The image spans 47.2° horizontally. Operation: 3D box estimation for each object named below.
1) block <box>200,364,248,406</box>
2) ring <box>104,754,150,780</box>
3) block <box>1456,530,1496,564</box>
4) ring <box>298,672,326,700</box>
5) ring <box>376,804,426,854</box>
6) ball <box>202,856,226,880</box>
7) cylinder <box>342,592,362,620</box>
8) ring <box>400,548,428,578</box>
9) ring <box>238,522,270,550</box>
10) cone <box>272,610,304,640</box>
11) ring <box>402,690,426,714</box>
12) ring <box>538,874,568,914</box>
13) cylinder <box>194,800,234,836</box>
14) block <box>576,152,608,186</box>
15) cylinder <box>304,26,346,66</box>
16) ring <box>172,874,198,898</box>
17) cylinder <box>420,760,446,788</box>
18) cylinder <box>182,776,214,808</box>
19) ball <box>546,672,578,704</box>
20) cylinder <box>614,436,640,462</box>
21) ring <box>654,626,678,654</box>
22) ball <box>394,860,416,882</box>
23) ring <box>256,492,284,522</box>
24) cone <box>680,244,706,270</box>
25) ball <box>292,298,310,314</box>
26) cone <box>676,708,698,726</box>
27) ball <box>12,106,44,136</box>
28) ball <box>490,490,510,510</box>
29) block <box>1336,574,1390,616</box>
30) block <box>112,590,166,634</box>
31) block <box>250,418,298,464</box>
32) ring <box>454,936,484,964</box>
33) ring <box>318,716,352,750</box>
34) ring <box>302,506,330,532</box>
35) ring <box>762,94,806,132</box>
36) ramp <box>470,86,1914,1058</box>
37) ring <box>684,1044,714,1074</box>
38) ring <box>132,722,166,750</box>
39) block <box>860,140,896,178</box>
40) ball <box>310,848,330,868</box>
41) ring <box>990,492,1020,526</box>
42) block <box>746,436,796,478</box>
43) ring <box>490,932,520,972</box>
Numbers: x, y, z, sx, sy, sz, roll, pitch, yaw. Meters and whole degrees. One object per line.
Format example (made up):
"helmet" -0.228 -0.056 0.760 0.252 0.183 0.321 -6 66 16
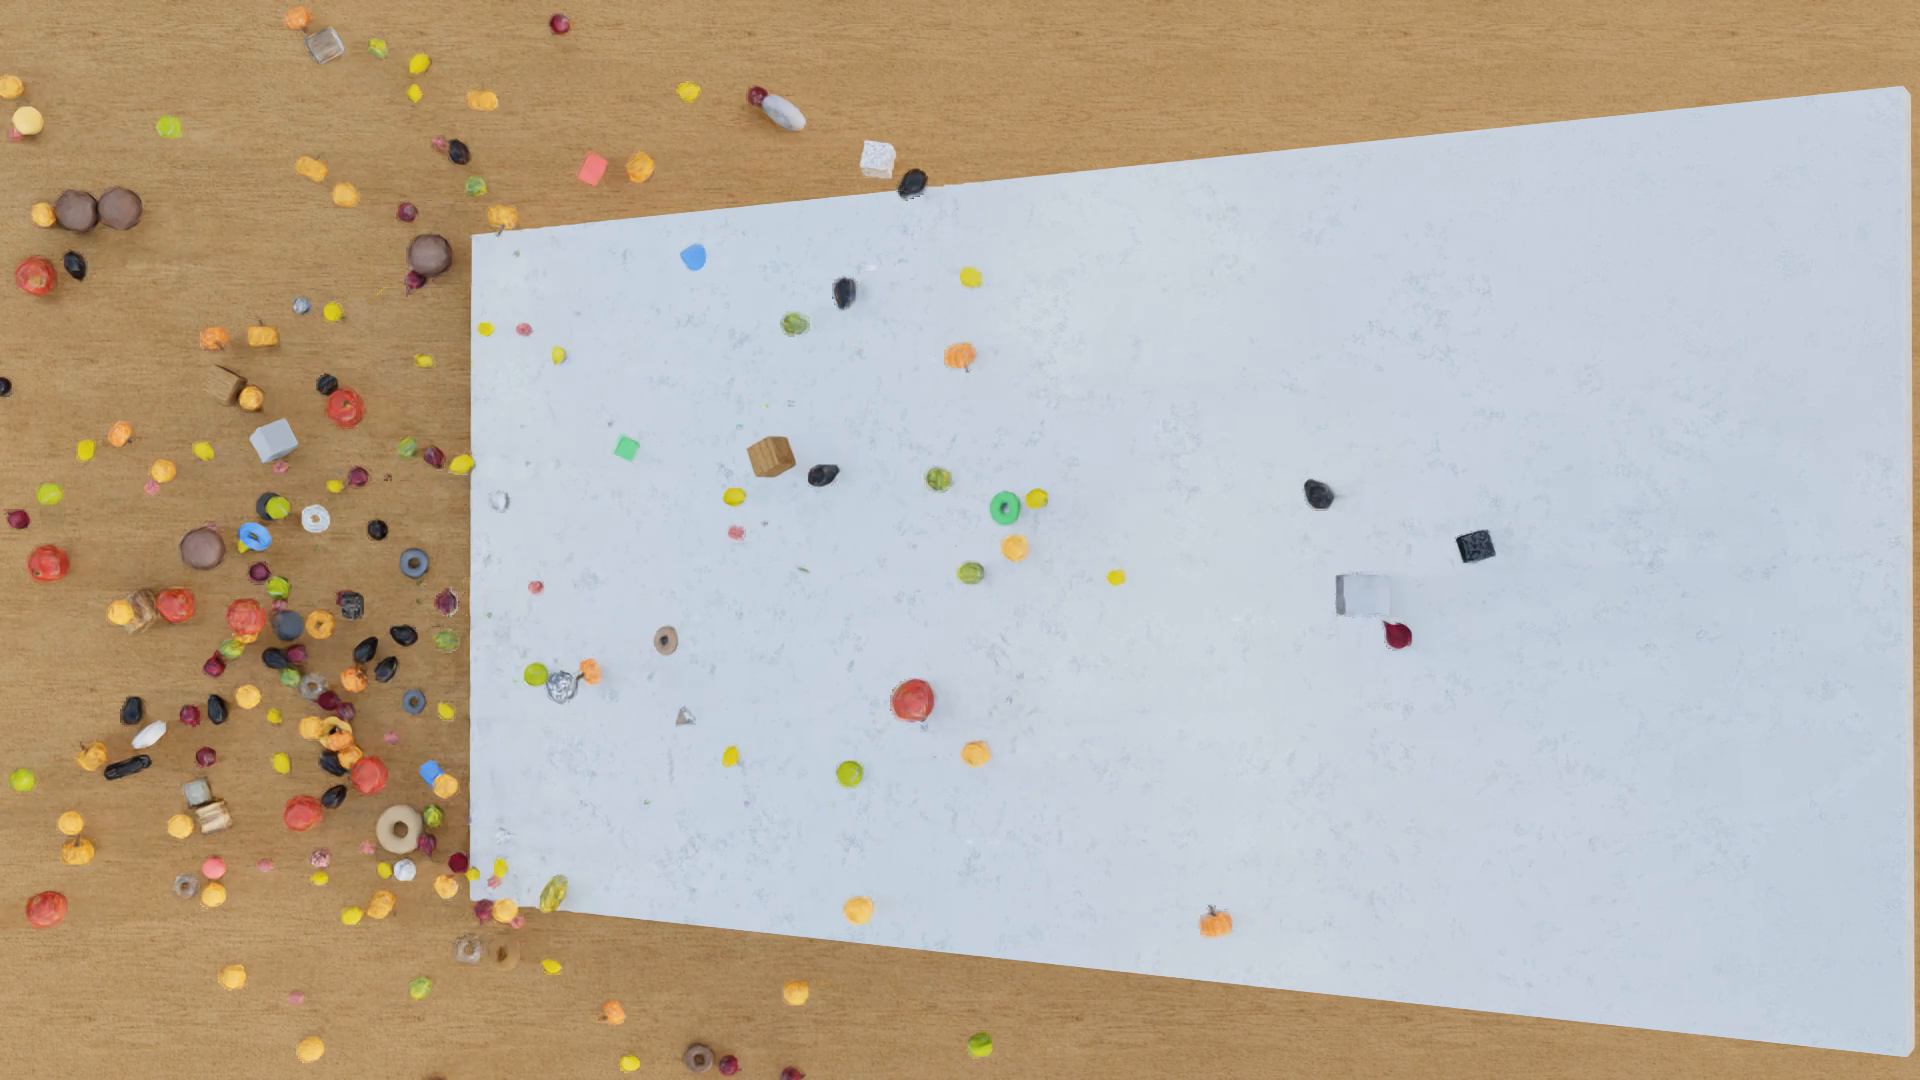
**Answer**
"block" -2.228 -0.469 6.653 0.090 0.090 0.090 28 90 0
"ring" -2.503 0.684 6.612 0.139 0.139 0.046 -19 90 0
"block" 1.166 0.015 4.969 0.060 0.060 0.060 -20 80 30
"ring" -1.965 0.444 6.675 0.087 0.029 0.087 0 91 0
"ring" -1.694 0.876 6.661 0.149 0.050 0.149 0 91 -1
"ball" -2.255 0.992 6.651 0.067 0.067 0.067 0 89 0
"cylinder" -1.827 0.198 6.611 0.062 0.062 0.062 7 114 0
"ring" -1.658 0.070 6.678 0.091 0.030 0.091 0 88 0
"ring" -2.122 -0.012 6.615 0.102 0.034 0.102 8 131 9
"cone" -2.045 0.260 6.644 0.093 0.093 0.093 0 90 0
"ring" -1.658 0.492 6.676 0.075 0.025 0.075 0 85 -2
"ring" -1.174 1.022 6.350 0.039 0.117 0.117 20 89 19
"cylinder" -2.252 0.839 6.641 0.088 0.088 0.088 -18 91 0
"block" -1.108 -1.119 6.634 0.062 0.062 0.062 27 45 -16
"cylinder" -1.925 -1.498 6.663 0.088 0.088 0.088 -27 90 0
"ring" -2.349 1.050 6.666 0.076 0.025 0.076 -1 76 4
"cylinder" -1.594 0.707 6.647 0.059 0.059 0.059 41 90 25
"cylinder" -2.307 0.762 6.652 0.069 0.069 0.069 -24 99 0
"ball" -1.104 0.409 6.096 0.090 0.090 0.090 0 89 0
"cylinder" -0.947 -0.260 6.252 0.057 0.057 0.057 27 91 0
"ring" -0.828 0.282 6.199 0.083 0.028 0.083 -2 86 35
"ball" -1.679 0.999 6.651 0.067 0.067 0.067 0 89 0
"ring" -2.095 -0.101 6.680 0.087 0.029 0.087 0 90 0
"cone" -0.761 -0.795 6.139 0.077 0.077 0.077 0 89 31
"ball" -1.999 -0.711 6.675 0.050 0.050 0.050 0 89 0
"cone" -0.759 0.504 6.156 0.057 0.057 0.057 18 89 3
"ball" -2.823 -1.270 6.662 0.087 0.087 0.087 0 89 0
"ball" -1.363 -0.117 6.509 0.060 0.060 0.060 0 89 0
"block" 0.931 0.125 5.090 0.095 0.095 0.095 -1 89 31
"block" -2.481 0.216 6.644 0.095 0.095 0.095 -36 90 0
"block" -2.068 -0.299 6.633 0.090 0.090 0.090 -27 89 -39
"ring" -1.485 1.238 6.643 0.088 0.029 0.088 3 81 -19
"ring" -1.895 0.586 6.670 0.105 0.035 0.105 0 90 5
"ring" -1.943 -0.063 6.631 0.086 0.029 0.086 -1 107 -4
"ring" -0.532 -1.290 6.643 0.146 0.146 0.049 33 81 0
"ramp" 0.264 0.073 5.611 4.000 0.100 2.000 0 89 31
"ring" -0.791 1.574 6.664 0.092 0.031 0.092 0 88 -1
"ring" -2.441 0.589 6.625 0.111 0.111 0.037 -41 87 0
"block" -0.228 -1.059 6.123 0.076 0.076 0.076 10 81 9
"ball" -1.936 0.964 6.654 0.061 0.061 0.061 0 89 0
"ring" 0.115 -0.082 5.628 0.087 0.029 0.087 0 90 32
"block" -0.512 -0.226 5.979 0.084 0.084 0.084 -26 76 29
"ring" -1.375 1.244 6.641 0.117 0.039 0.117 -5 81 35
